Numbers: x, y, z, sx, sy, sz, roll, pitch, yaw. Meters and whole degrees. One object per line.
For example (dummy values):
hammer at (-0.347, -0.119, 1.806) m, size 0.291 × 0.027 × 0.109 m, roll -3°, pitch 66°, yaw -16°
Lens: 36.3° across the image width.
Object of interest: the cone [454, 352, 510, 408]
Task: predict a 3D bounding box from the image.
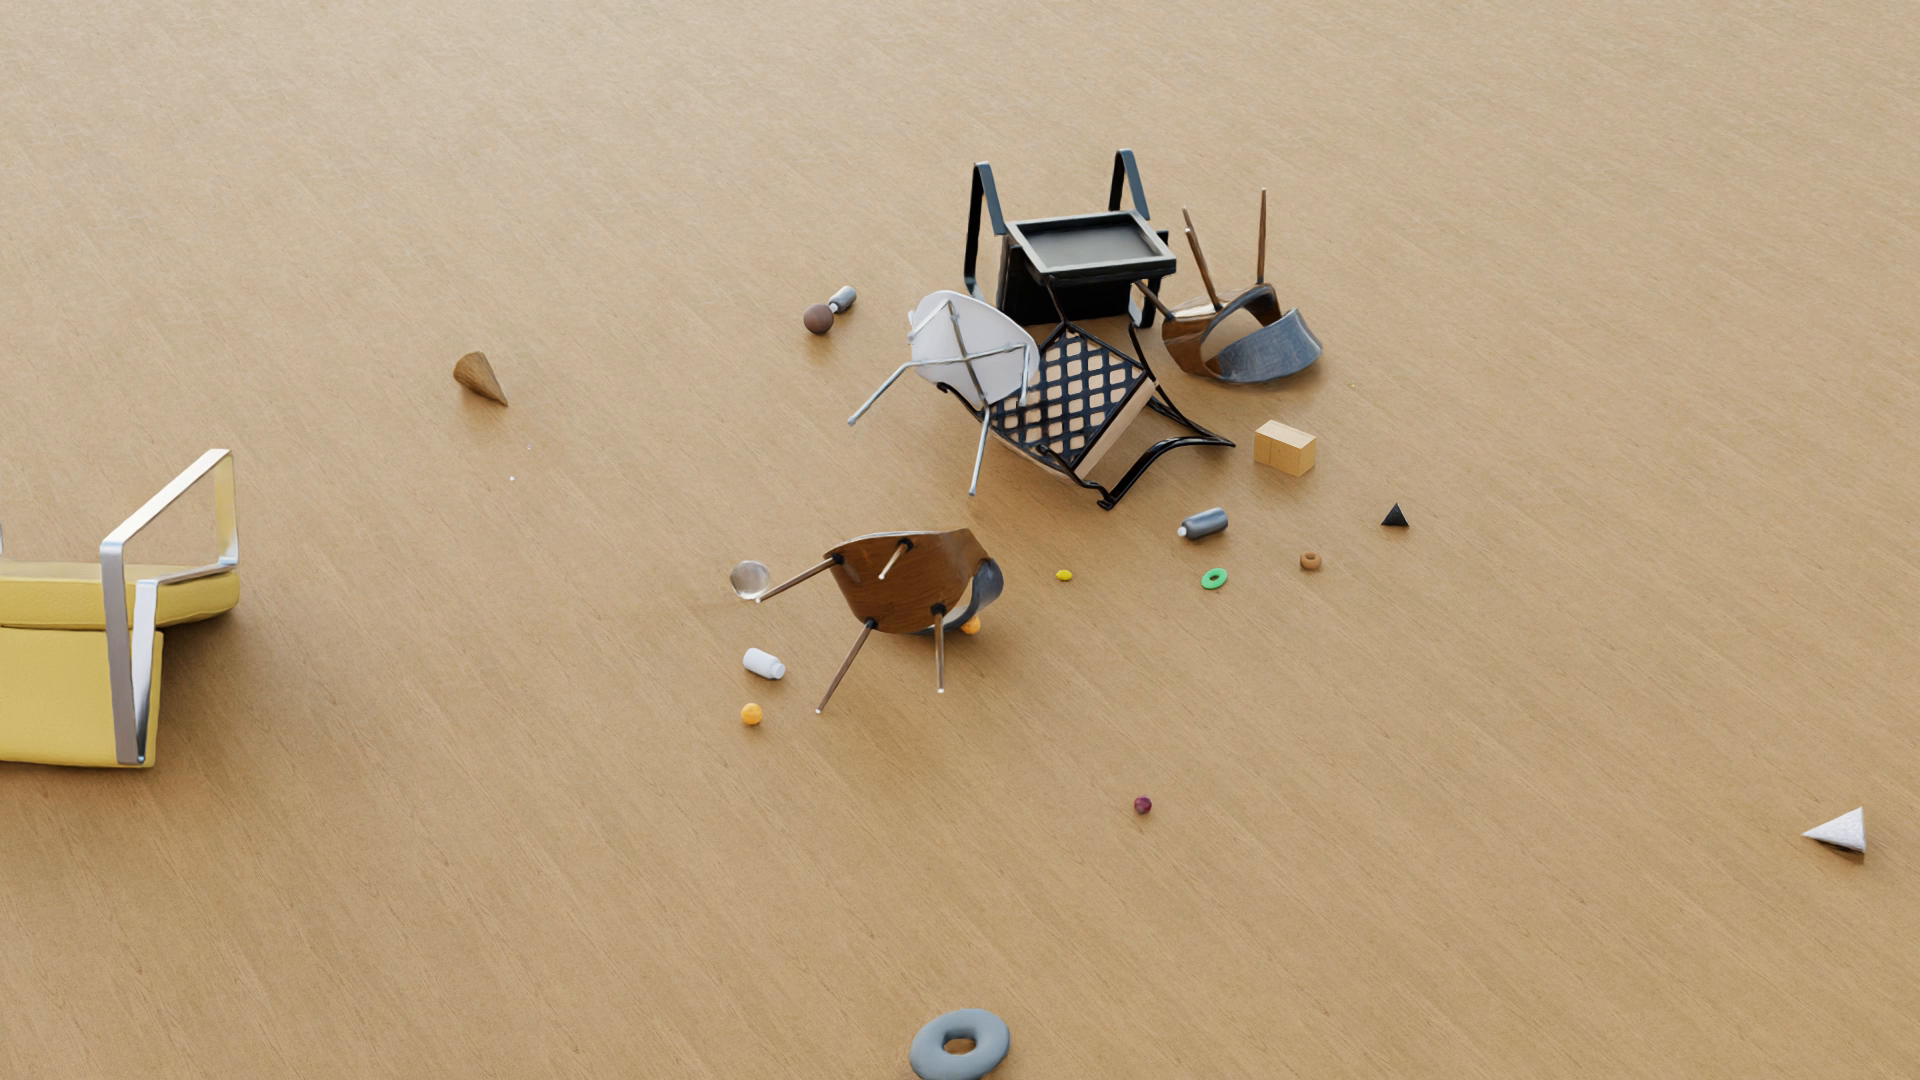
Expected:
cone at (-1.890, -0.614, 11.790) m, size 0.153 × 0.228 × 0.249 m, roll -44°, pitch 72°, yaw -4°

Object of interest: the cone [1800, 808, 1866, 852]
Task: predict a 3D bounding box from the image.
cone at (2.814, 0.943, 9.465) m, size 0.197 × 0.103 × 0.239 m, roll -7°, pitch 22°, yaw 18°

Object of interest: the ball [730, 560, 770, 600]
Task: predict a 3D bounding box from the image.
ball at (-0.759, 0.143, 10.596) m, size 0.144 × 0.144 × 0.144 m, roll 0°, pitch 33°, yaw 0°

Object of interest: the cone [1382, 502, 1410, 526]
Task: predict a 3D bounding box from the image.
cone at (1.623, -0.078, 11.022) m, size 0.094 × 0.103 × 0.096 m, roll -27°, pitch 23°, yaw 10°

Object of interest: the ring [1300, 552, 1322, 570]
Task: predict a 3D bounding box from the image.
ring at (1.291, 0.076, 10.790) m, size 0.080 × 0.042 × 0.087 m, roll -6°, pitch 32°, yaw -7°

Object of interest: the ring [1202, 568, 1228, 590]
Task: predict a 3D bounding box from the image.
ring at (0.929, 0.141, 10.710) m, size 0.082 × 0.023 × 0.136 m, roll 19°, pitch 38°, yaw 25°

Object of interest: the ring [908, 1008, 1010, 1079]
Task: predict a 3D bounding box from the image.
ring at (0.000, 1.484, 8.592) m, size 0.349 × 0.080 × 0.233 m, roll -22°, pitch 49°, yaw -38°

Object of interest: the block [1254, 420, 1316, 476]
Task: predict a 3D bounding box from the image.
block at (1.259, -0.356, 11.367) m, size 0.209 × 0.129 × 0.112 m, roll 23°, pitch 40°, yaw 31°
